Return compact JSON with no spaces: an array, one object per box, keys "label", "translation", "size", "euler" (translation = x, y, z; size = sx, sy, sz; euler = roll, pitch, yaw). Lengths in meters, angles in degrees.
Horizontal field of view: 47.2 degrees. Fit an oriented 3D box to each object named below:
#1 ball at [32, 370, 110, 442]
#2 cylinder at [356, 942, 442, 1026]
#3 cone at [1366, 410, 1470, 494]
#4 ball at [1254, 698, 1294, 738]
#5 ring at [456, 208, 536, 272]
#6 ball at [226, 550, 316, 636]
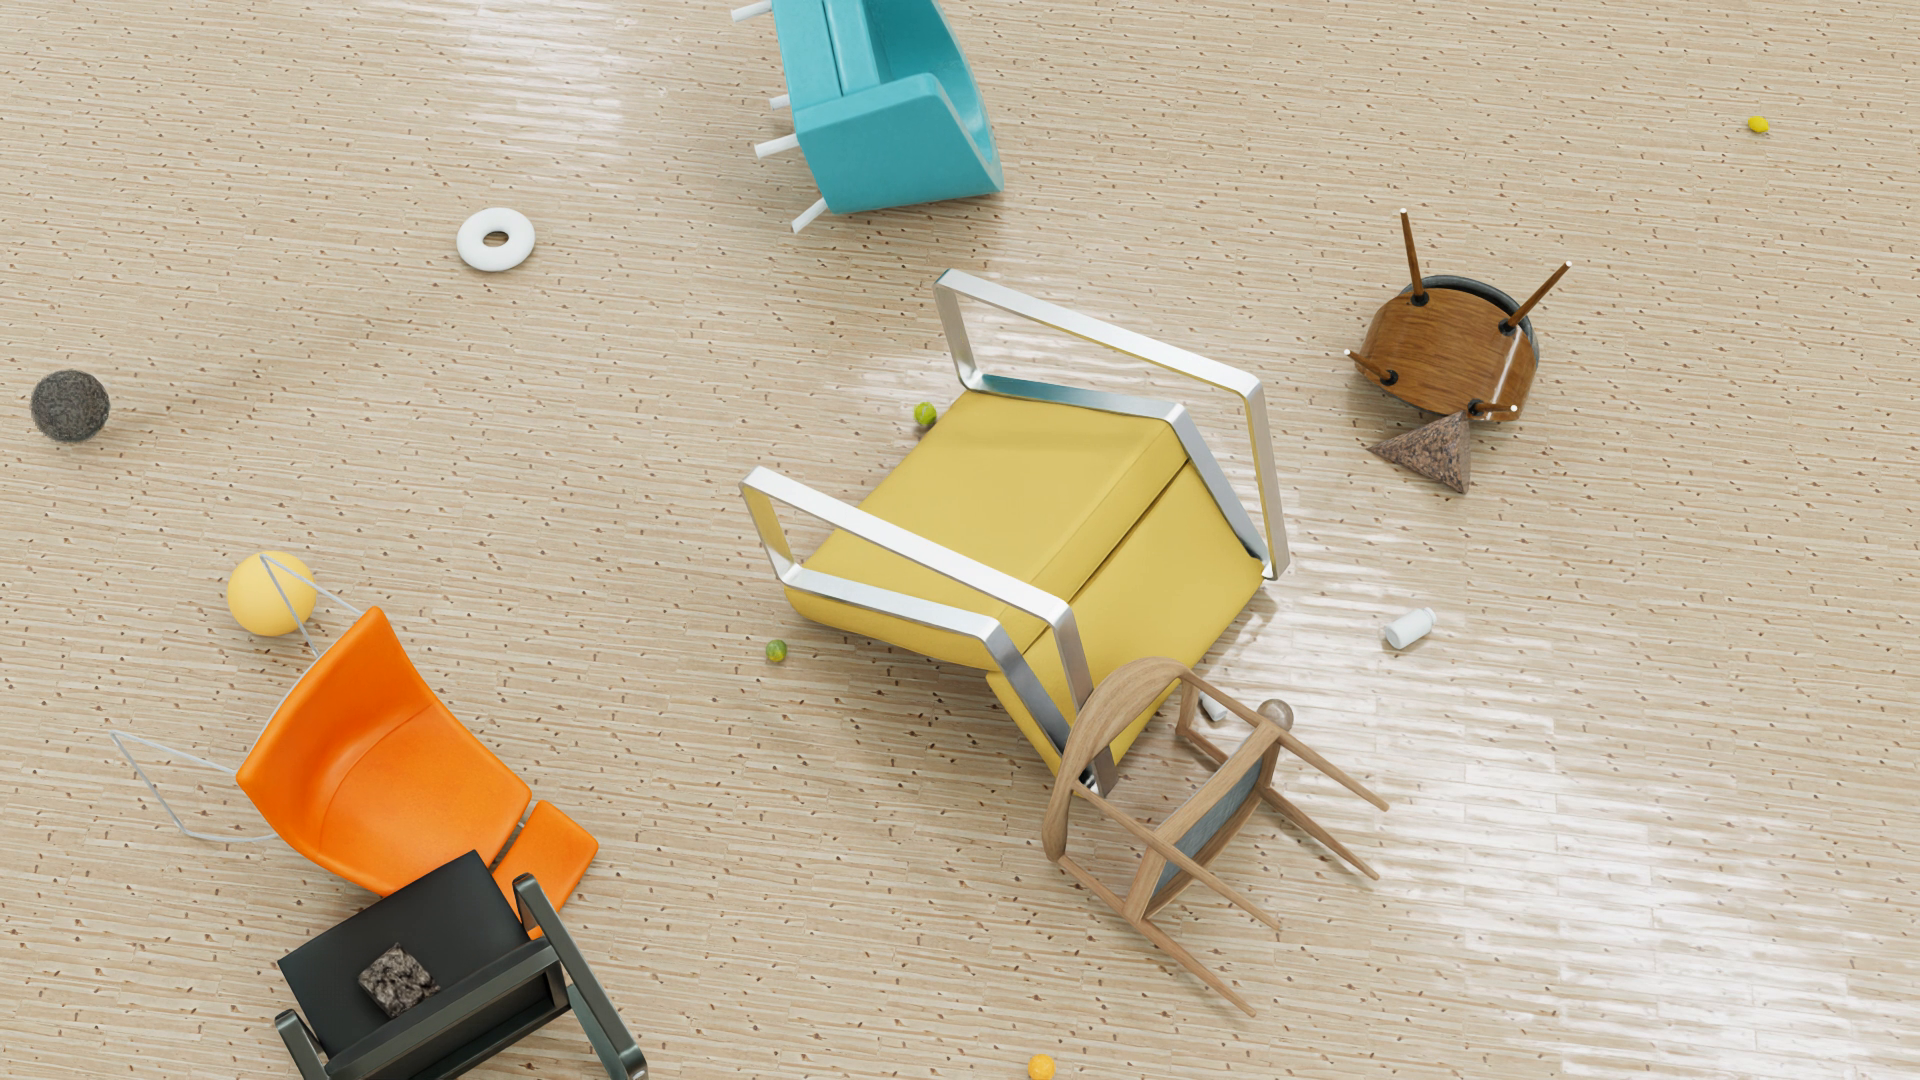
[{"label":"ball","translation":[-2.715,-0.409,6.714],"size":[0.223,0.223,0.223],"euler":[0,56,0]},{"label":"cylinder","translation":[-1.404,1.111,5.501],"size":[0.170,0.076,0.130],"euler":[42,64,13]},{"label":"cone","translation":[1.382,-0.272,6.690],"size":[0.311,0.264,0.130],"euler":[3,22,27]},{"label":"ball","translation":[0.883,0.499,6.173],"size":[0.109,0.109,0.109],"euler":[0,56,0]},{"label":"ring","translation":[-1.518,-0.984,7.195],"size":[0.256,0.067,0.258],"euler":[-30,62,-18]},{"label":"ball","translation":[-1.978,0.154,6.322],"size":[0.248,0.248,0.248],"euler":[0,56,0]}]
